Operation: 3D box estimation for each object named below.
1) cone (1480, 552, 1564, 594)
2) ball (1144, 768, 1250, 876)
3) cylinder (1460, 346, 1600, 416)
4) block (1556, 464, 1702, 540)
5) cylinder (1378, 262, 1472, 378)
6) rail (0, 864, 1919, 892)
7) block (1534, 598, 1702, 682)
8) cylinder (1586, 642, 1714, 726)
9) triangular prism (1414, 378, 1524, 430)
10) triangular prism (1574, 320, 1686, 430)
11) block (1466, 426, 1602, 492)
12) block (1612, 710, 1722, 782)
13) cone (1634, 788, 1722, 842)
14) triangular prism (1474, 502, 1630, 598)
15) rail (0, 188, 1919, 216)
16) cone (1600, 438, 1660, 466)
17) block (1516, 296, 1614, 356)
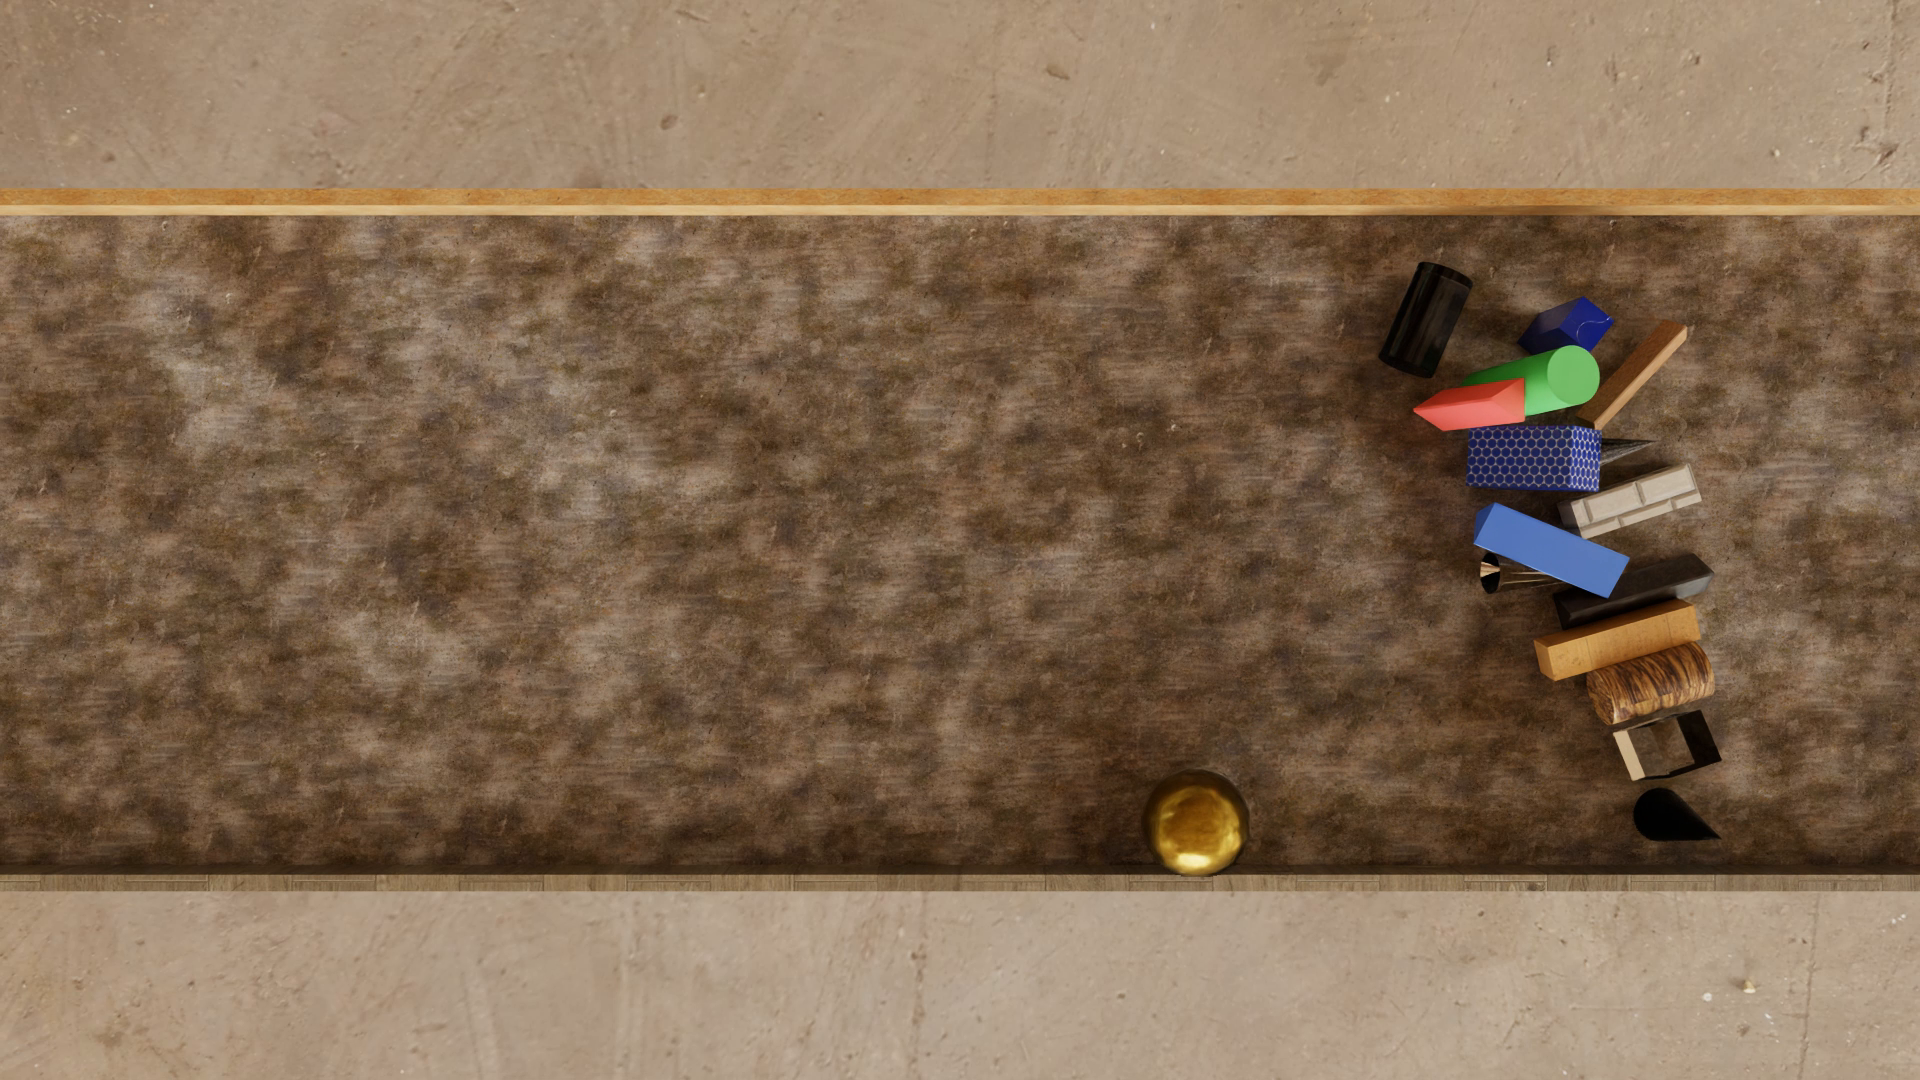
[{"bbox_3d":[1.813,0.104,5.045,0.407,0.126,0.126,1,90,-9],"label":"cone"},{"bbox_3d":[0.706,0.842,4.919,0.316,0.316,0.316,0,90,0],"label":"ball"},{"bbox_3d":[1.659,-0.448,4.833,0.168,0.459,0.168,1,86,-14],"label":"cylinder"},{"bbox_3d":[2.033,-0.116,5.017,0.377,0.119,0.119,-18,90,0],"label":"block"},{"bbox_3d":[1.408,-0.664,4.989,0.174,0.174,0.304,24,90,0],"label":"cylinder"},{"bbox_3d":[-2.247,1.025,5.001,12.000,0.150,0.050,0,90,0],"label":"rail"},{"bbox_3d":[1.996,0.301,5.014,0.458,0.108,0.108,-16,100,0],"label":"block"},{"bbox_3d":[2.086,0.431,4.988,0.313,0.176,0.176,-16,90,0],"label":"cylinder"},{"bbox_3d":[1.521,-0.414,4.877,0.124,0.398,0.107,31,81,-15],"label":"triangular prism"},{"bbox_3d":[2.061,-0.501,5.036,0.088,0.077,0.406,43,90,0],"label":"triangular prism"},{"bbox_3d":[1.702,-0.242,4.896,0.179,0.327,0.179,3,90,-43],"label":"block"},{"bbox_3d":[2.098,0.613,4.904,0.155,0.323,0.155,-19,79,0],"label":"block"},{"bbox_3d":[2.156,0.846,4.869,0.166,0.415,0.166,0,90,0],"label":"cone"},{"bbox_3d":[1.788,0.009,4.985,0.437,0.120,0.139,22,48,0],"label":"triangular prism"},{"bbox_3d":[-2.247,-1.025,5.002,12.000,0.150,0.050,0,90,0],"label":"rail"},{"bbox_3d":[1.899,-0.263,4.872,0.155,0.384,0.155,4,82,-31],"label":"cone"},{"bbox_3d":[1.793,-0.618,4.898,0.115,0.358,0.115,38,90,0],"label":"block"}]
